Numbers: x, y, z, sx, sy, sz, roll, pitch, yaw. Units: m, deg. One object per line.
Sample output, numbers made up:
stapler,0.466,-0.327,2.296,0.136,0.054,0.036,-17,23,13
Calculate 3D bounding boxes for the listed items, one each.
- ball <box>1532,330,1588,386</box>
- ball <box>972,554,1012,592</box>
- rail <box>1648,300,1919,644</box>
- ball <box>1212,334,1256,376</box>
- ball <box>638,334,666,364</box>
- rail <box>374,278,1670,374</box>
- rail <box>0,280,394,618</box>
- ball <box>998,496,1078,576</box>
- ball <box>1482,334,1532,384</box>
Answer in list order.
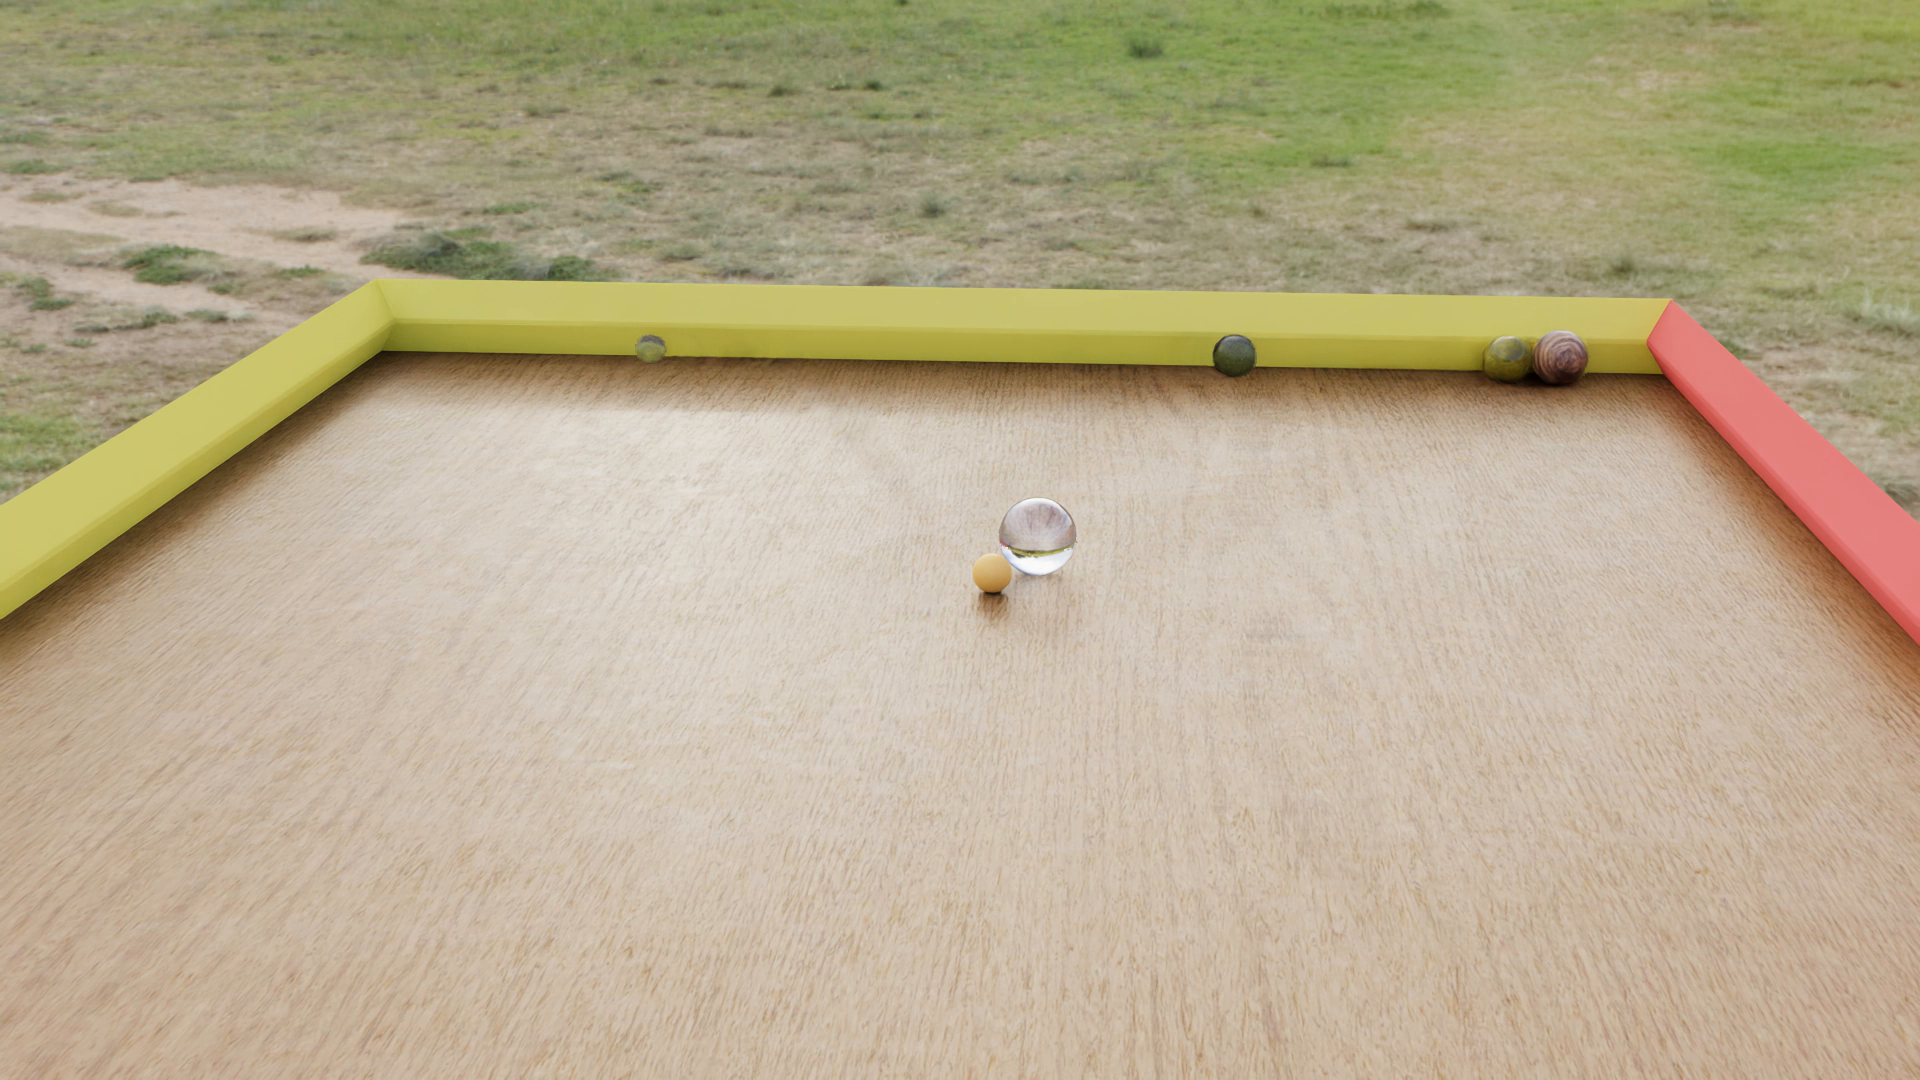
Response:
ball,0.996,-0.303,3.654,0.091,0.091,0.091,0,18,0
ball,0.039,0.040,2.679,0.048,0.048,0.048,0,18,0
rail,1.004,0.344,1.627,0.045,0.127,4.420,1,18,4
ball,0.462,-0.311,3.708,0.072,0.072,0.072,0,18,0
ball,-0.533,-0.330,3.801,0.050,0.050,0.050,0,18,0
rail,0.083,-0.364,3.777,2.232,0.127,0.045,1,18,4
rail,-1.174,0.292,1.786,0.045,0.127,4.420,1,18,4
ball,0.097,-0.005,2.736,0.098,0.098,0.098,0,18,0
ball,0.911,-0.302,3.666,0.081,0.081,0.081,0,18,0
